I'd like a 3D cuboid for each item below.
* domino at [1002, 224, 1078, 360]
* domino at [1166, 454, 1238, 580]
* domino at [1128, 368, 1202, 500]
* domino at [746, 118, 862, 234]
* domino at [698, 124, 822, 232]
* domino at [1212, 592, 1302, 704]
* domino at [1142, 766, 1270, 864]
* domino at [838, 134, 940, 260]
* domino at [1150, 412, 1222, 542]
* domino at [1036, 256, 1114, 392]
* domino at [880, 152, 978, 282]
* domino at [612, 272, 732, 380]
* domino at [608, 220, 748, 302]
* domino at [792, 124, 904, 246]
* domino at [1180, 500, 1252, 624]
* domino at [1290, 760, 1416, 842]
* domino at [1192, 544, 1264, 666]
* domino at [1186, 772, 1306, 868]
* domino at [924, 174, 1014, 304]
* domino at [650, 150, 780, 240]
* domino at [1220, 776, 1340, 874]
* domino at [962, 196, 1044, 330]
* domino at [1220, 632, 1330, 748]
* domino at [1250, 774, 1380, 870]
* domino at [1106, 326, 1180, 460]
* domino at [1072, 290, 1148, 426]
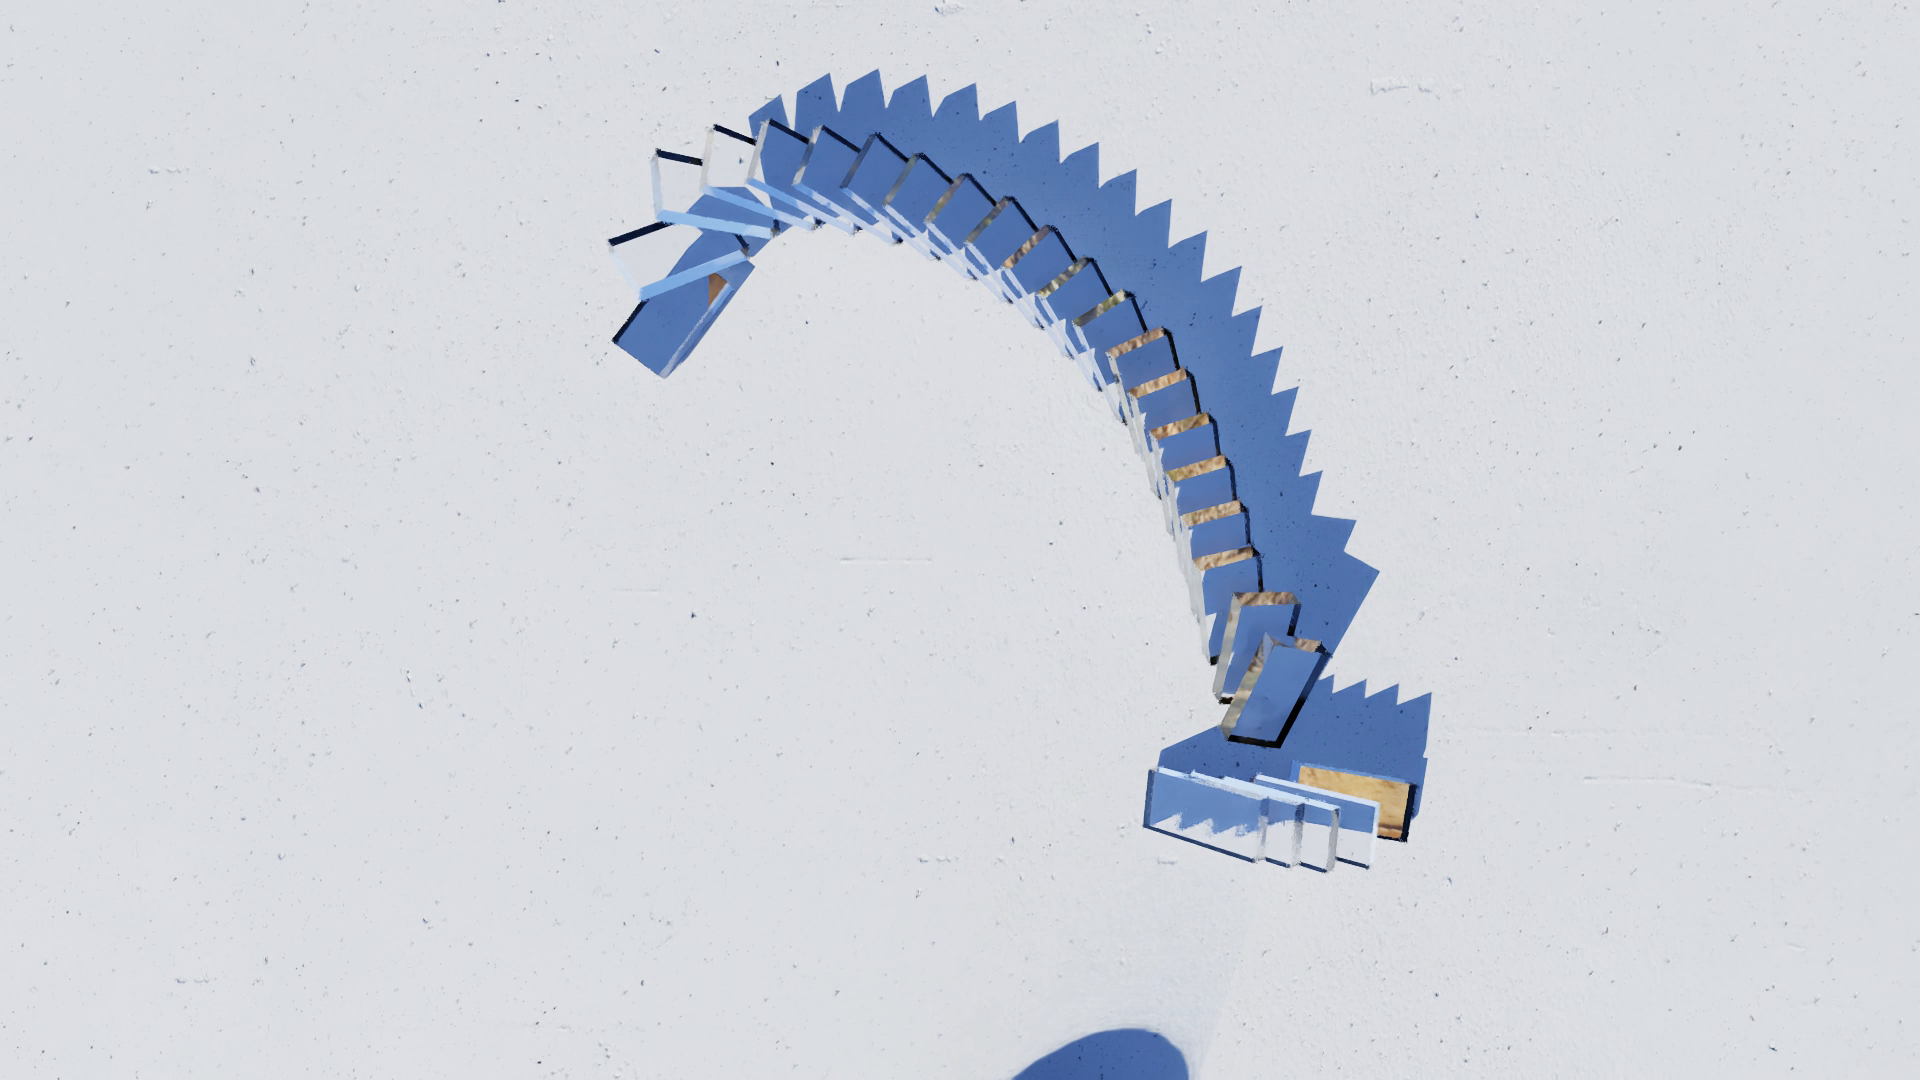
[{"bbox_3d":[0.042,-0.103,0.383,0.025,0.009,0.050,-42,122,0],"label":"domino"},{"bbox_3d":[0.103,-0.009,0.383,0.025,0.010,0.050,-16,122,0],"label":"domino"},{"bbox_3d":[0.089,-0.043,0.383,0.025,0.009,0.050,-22,122,-1],"label":"domino"},{"bbox_3d":[-0.061,-0.150,0.382,0.050,0.009,0.025,17,88,-33],"label":"domino"},{"bbox_3d":[-0.081,-0.150,0.381,0.050,0.009,0.025,9,86,-34],"label":"domino"},{"bbox_3d":[0.123,0.046,0.383,0.025,0.009,0.050,0,119,-6],"label":"domino"},{"bbox_3d":[0.101,0.113,0.380,0.050,0.009,0.025,6,90,42],"label":"domino"},{"bbox_3d":[-0.023,-0.142,0.383,0.050,0.009,0.025,30,90,-33],"label":"domino"},{"bbox_3d":[0.096,-0.026,0.383,0.025,0.009,0.050,-18,122,0],"label":"domino"},{"bbox_3d":[0.055,-0.090,0.383,0.025,0.010,0.050,-38,122,0],"label":"domino"},{"bbox_3d":[-0.006,-0.134,0.383,0.050,0.009,0.025,33,90,-32],"label":"domino"},{"bbox_3d":[-0.124,-0.098,0.395,0.025,0.009,0.050,37,90,0],"label":"domino"},{"bbox_3d":[-0.117,-0.121,0.384,0.050,0.009,0.025,-31,82,-25],"label":"domino"},{"bbox_3d":[-0.042,-0.147,0.382,0.050,0.009,0.025,22,89,-33],"label":"domino"},{"bbox_3d":[0.108,0.010,0.383,0.025,0.010,0.050,-15,121,0],"label":"domino"},{"bbox_3d":[0.168,0.113,0.395,0.050,0.010,0.025,9,90,0],"label":"domino"},{"bbox_3d":[0.113,0.028,0.383,0.025,0.010,0.050,-15,121,0],"label":"domino"},{"bbox_3d":[0.115,0.115,0.380,0.050,0.010,0.025,6,90,42],"label":"domino"},{"bbox_3d":[0.011,-0.125,0.383,0.050,0.009,0.025,38,90,-32],"label":"domino"},{"bbox_3d":[-0.101,-0.143,0.380,0.050,0.010,0.025,-2,83,-36],"label":"domino"},{"bbox_3d":[0.129,0.117,0.380,0.050,0.010,0.025,6,90,42],"label":"domino"},{"bbox_3d":[0.027,-0.115,0.383,0.025,0.010,0.050,-47,122,0],"label":"domino"},{"bbox_3d":[0.131,0.063,0.382,0.025,0.009,0.050,11,117,-12],"label":"domino"},{"bbox_3d":[0.146,0.116,0.382,0.050,0.010,0.025,6,90,35],"label":"domino"},{"bbox_3d":[0.080,-0.061,0.383,0.025,0.009,0.050,-24,122,-1],"label":"domino"},{"bbox_3d":[0.069,-0.076,0.383,0.025,0.009,0.050,-32,122,0],"label":"domino"}]
